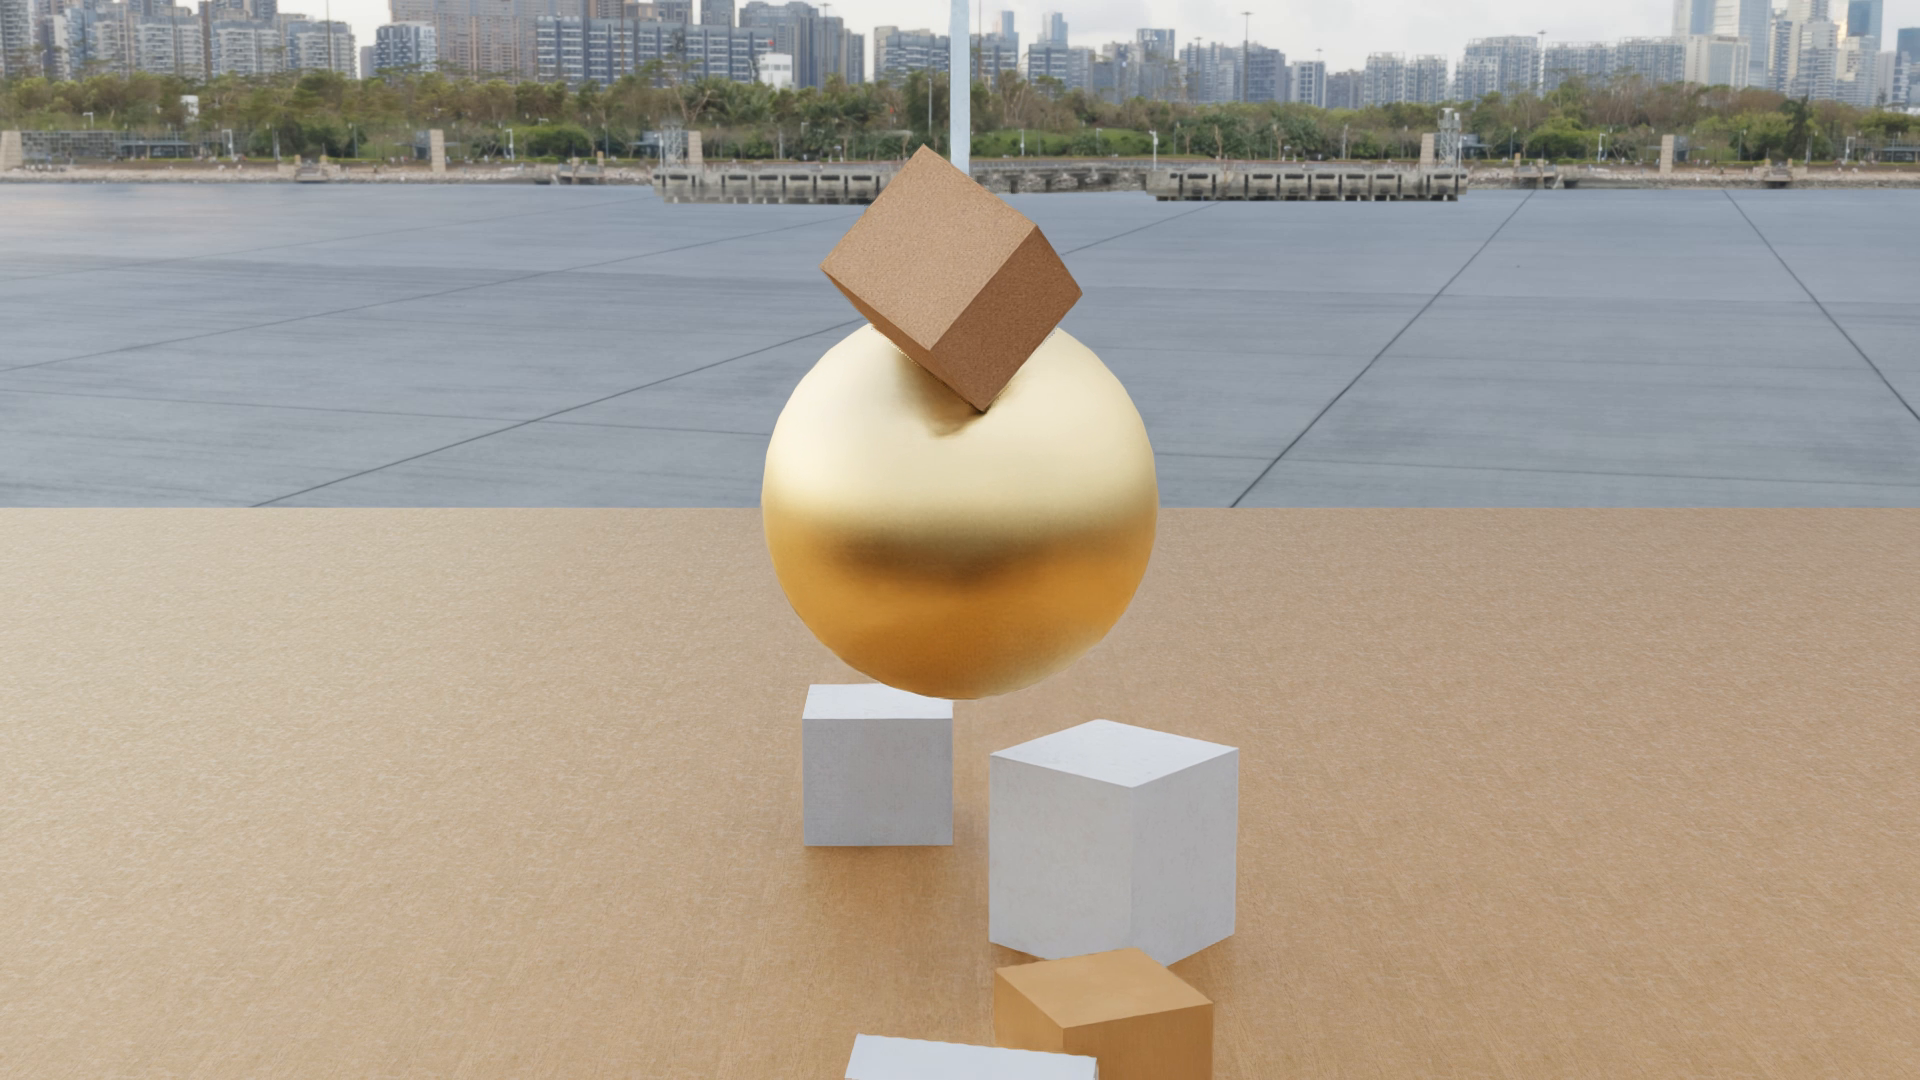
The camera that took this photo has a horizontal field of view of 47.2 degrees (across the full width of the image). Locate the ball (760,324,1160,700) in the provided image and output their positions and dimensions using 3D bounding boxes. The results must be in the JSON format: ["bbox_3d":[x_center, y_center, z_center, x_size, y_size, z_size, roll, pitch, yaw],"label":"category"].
[{"bbox_3d":[0.000,-0.158,8.865,1.600,1.600,1.600,0,10,0],"label":"ball"}]

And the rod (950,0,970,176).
[{"bbox_3d":[0.000,-3.487,9.556,0.080,5.200,0.080,0,-12,0],"label":"rod"}]

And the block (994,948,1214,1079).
[{"bbox_3d":[0.491,1.848,7.673,0.564,0.619,0.572,-4,11,-22],"label":"block"}]

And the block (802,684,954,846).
[{"bbox_3d":[-0.415,1.154,11.370,0.753,0.662,0.697,0,10,-1],"label":"block"}]

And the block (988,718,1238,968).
[{"bbox_3d":[0.679,1.351,9.729,0.773,0.862,0.790,9,14,40],"label":"block"}]

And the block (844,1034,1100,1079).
[{"bbox_3d":[0.009,1.942,6.283,0.710,0.659,0.723,2,41,13],"label":"block"}]

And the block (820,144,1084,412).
[{"bbox_3d":[-0.025,-0.945,7.985,0.581,0.577,0.572,39,-2,27],"label":"block"}]
